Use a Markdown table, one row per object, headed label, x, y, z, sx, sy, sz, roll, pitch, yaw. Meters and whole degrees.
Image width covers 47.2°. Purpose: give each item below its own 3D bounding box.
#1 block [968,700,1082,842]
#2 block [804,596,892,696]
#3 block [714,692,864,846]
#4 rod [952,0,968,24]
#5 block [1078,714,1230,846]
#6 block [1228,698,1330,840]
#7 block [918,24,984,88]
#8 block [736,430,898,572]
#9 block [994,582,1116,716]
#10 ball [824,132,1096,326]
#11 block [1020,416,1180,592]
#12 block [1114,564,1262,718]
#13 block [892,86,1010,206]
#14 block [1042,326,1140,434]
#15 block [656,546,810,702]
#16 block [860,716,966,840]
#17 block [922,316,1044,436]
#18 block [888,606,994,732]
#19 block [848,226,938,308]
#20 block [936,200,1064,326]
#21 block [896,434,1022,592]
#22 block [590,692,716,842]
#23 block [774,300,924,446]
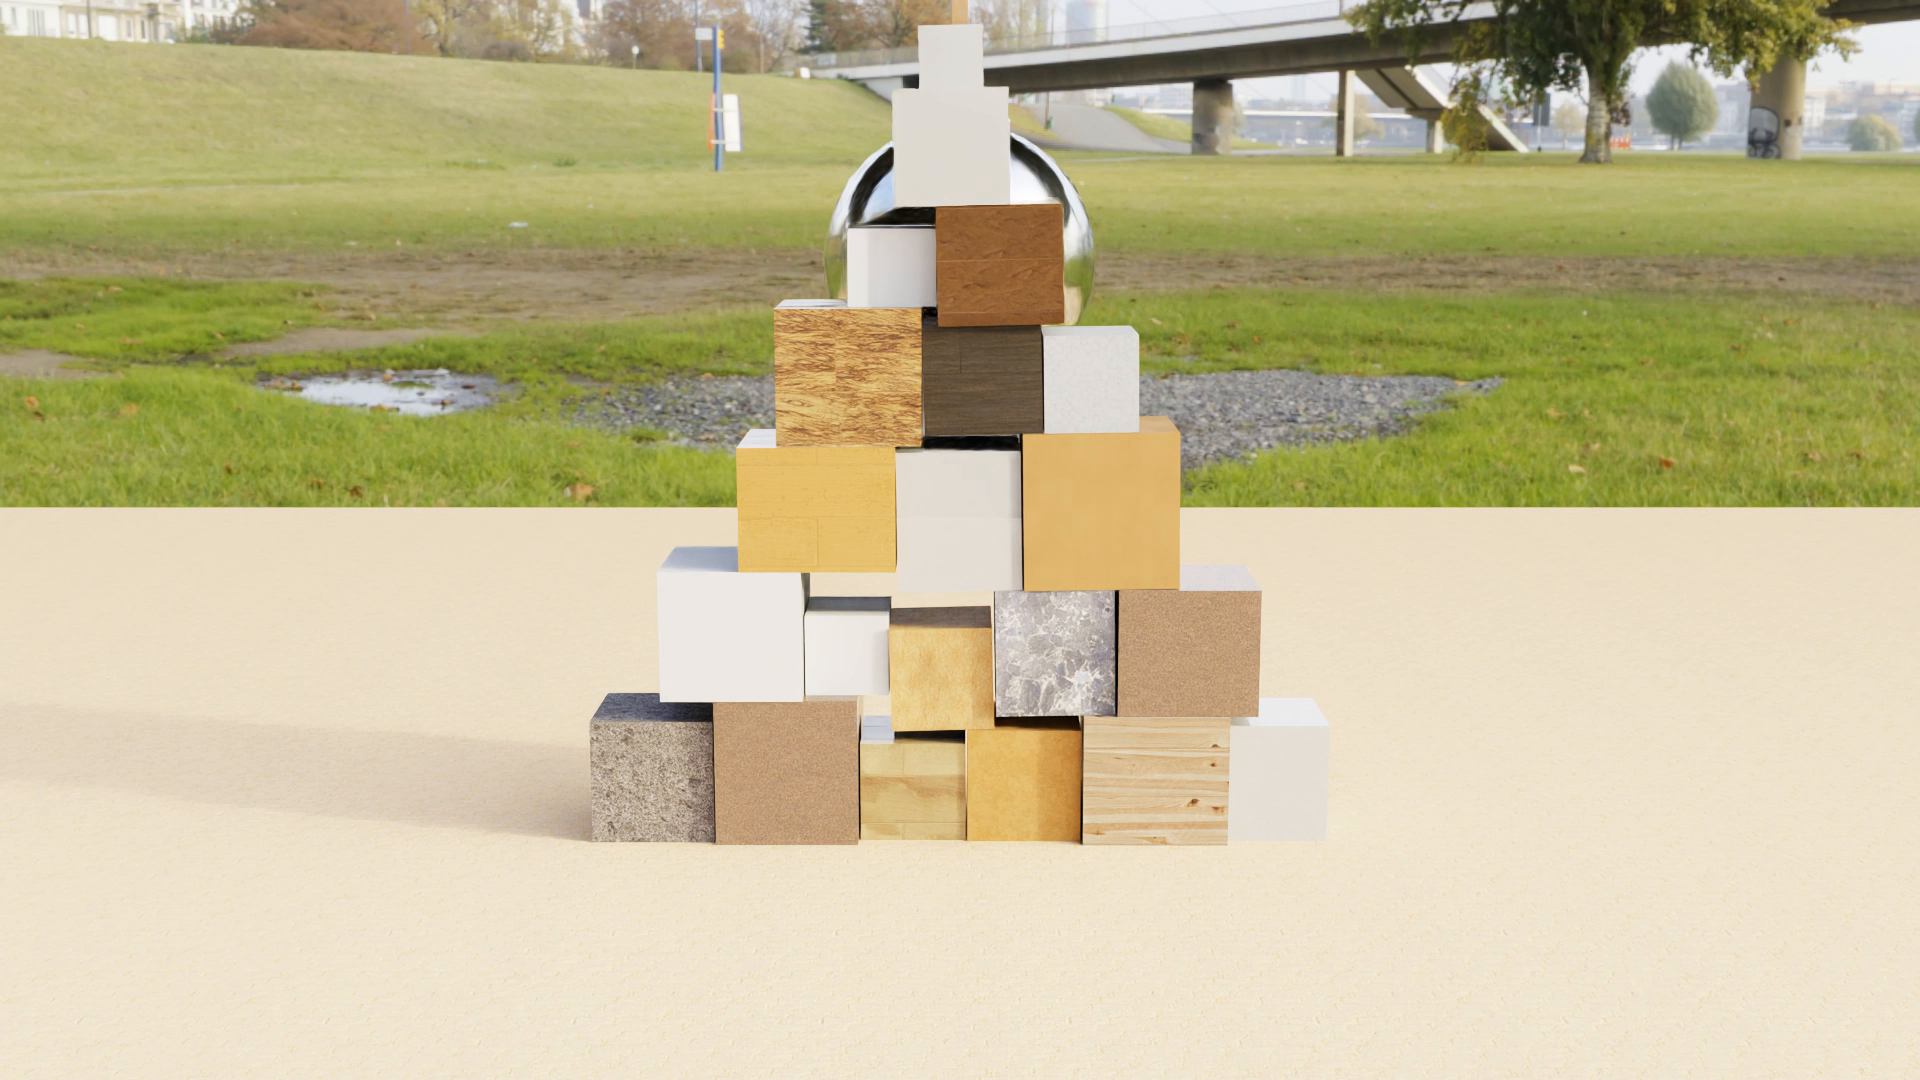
| label | x | y | z | sx | sy | sz | roll | pitch | yaw |
| --- | --- | --- | --- | --- | --- | --- | --- | --- | --- |
| block | 0.324 | 1.190 | 11.403 | 0.572 | 0.578 | 0.606 | 0 | 10 | 0 |
| block | -0.568 | 0.537 | 11.283 | 0.421 | 0.408 | 0.485 | 0 | 10 | 0 |
| block | -0.872 | 1.107 | 11.384 | 0.718 | 0.749 | 0.726 | 0 | 10 | 0 |
| rod | 0.000 | -4.585 | 11.260 | 0.080 | 5.200 | 0.080 | 0 | 31 | 0 |
| block | 0.984 | 1.151 | 11.382 | 0.730 | 0.663 | 0.718 | 0 | 10 | 0 |
| block | 1.609 | 1.180 | 11.386 | 0.500 | 0.604 | 0.562 | 0 | 10 | 0 |
| block | -0.044 | -2.357 | 10.751 | 0.310 | 0.301 | 0.310 | -1 | 10 | 0 |
| block | -0.704 | -0.208 | 11.125 | 0.773 | 0.618 | 0.721 | 0 | 10 | 0 |
| block | 0.476 | 0.512 | 11.256 | 0.595 | 0.643 | 0.580 | -1 | 10 | 0 |
| ball | 0.000 | -1.657 | 12.987 | 1.600 | 1.600 | 1.600 | 0 | 10 | 0 |
| block | 0.698 | -0.196 | 11.164 | 0.770 | 0.778 | 0.683 | -1 | 10 | 0 |
| block | 1.140 | 0.508 | 11.263 | 0.705 | 0.646 | 0.675 | 0 | 10 | 0 |
| block | -0.041 | -1.938 | 10.840 | 0.556 | 0.554 | 0.670 | -1 | 10 | 0 |
| block | 0.645 | -0.811 | 11.038 | 0.465 | 0.478 | 0.545 | -1 | 10 | 0 |
| block | -1.140 | 0.419 | 11.239 | 0.707 | 0.657 | 0.714 | 0 | 10 | 0 |
| block | -0.238 | 1.227 | 11.404 | 0.531 | 0.506 | 0.559 | 0 | 10 | 0 |
| block | 0.111 | -0.834 | 11.046 | 0.583 | 0.540 | 0.570 | -1 | 10 | 0 |
| block | -0.092 | 0.654 | 11.303 | 0.518 | 0.520 | 0.543 | -1 | 10 | 0 |
| block | -0.333 | -1.363 | 10.930 | 0.433 | 0.380 | 0.416 | 0 | 10 | 0 |
| block | 0.194 | -1.383 | 10.925 | 0.613 | 0.580 | 0.622 | -1 | 10 | 0 |
| block | -0.004 | -0.143 | 11.161 | 0.615 | 0.696 | 0.616 | -1 | 10 | 0 |
| block | -1.550 | 1.170 | 11.376 | 0.619 | 0.628 | 0.597 | 0 | 10 | 0 |
| block | -0.544 | -0.846 | 11.028 | 0.715 | 0.673 | 0.629 | 0 | 10 | 0 |
